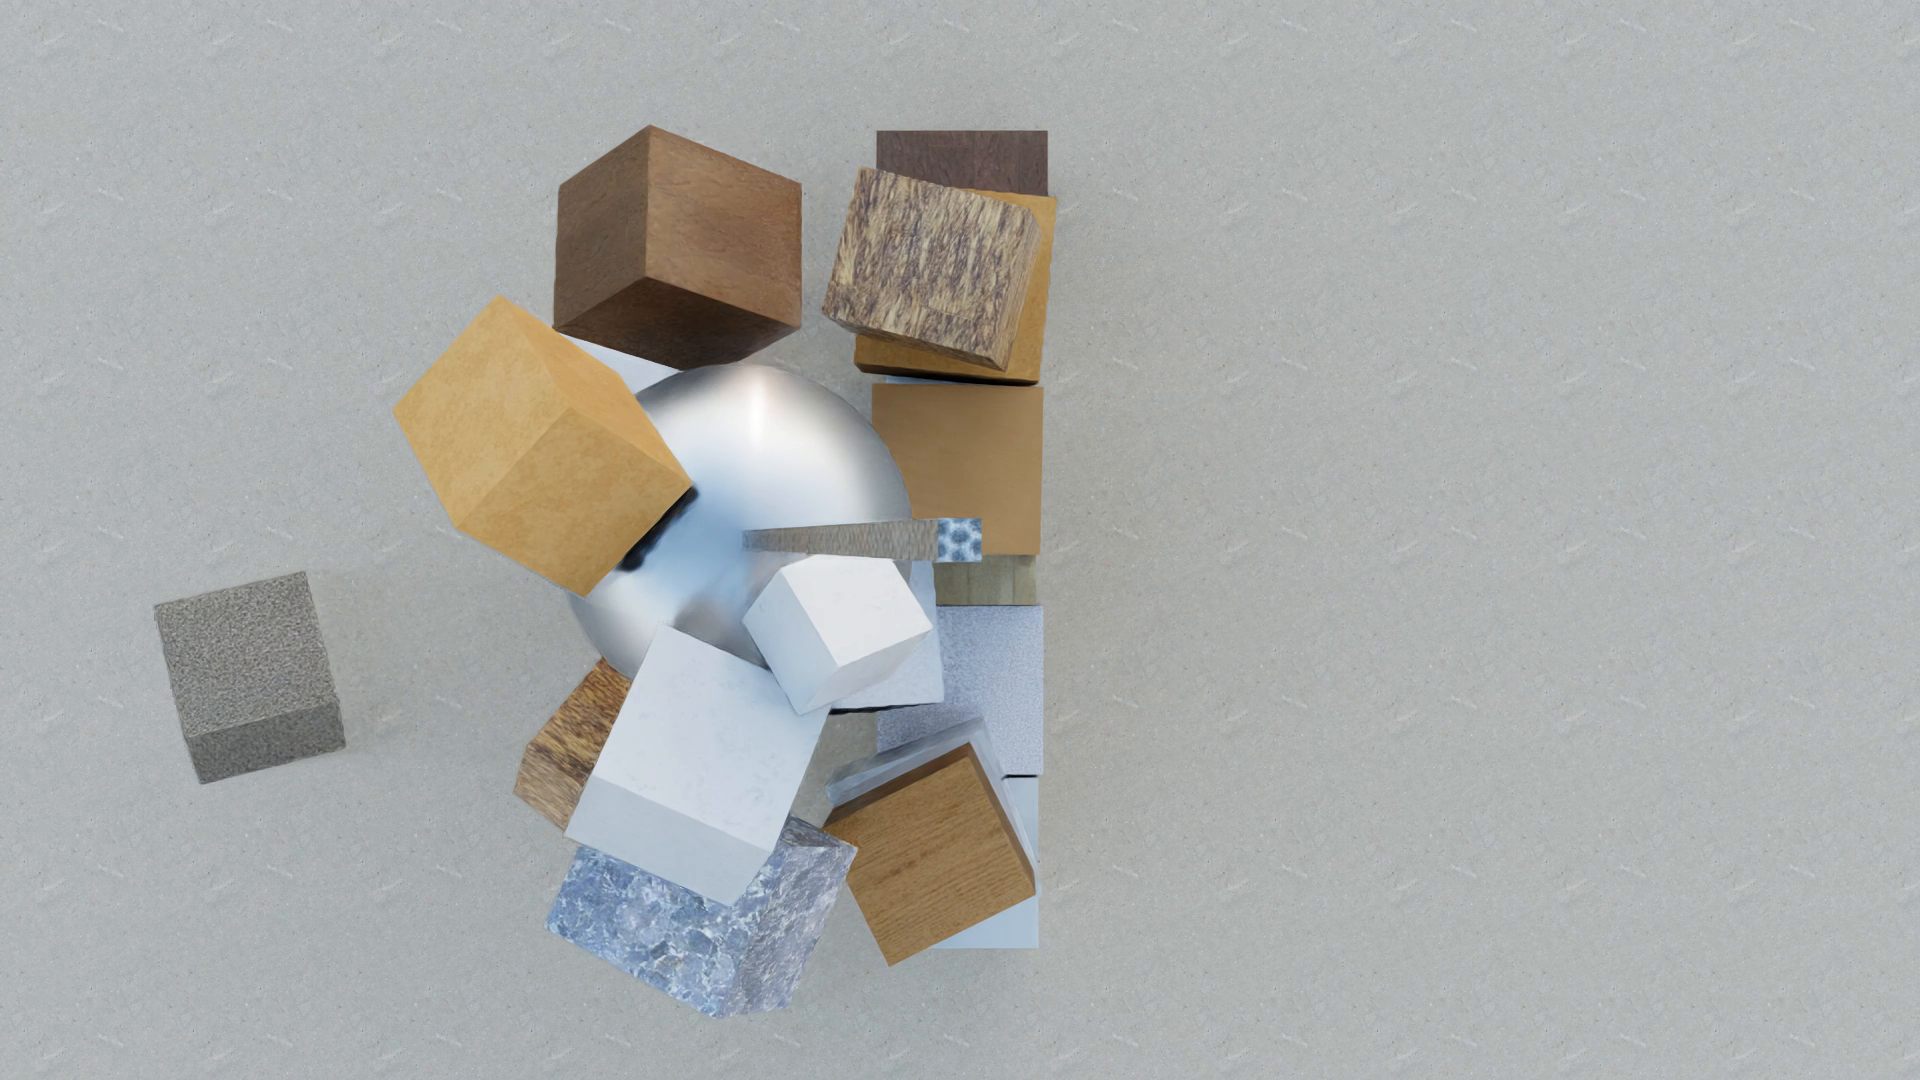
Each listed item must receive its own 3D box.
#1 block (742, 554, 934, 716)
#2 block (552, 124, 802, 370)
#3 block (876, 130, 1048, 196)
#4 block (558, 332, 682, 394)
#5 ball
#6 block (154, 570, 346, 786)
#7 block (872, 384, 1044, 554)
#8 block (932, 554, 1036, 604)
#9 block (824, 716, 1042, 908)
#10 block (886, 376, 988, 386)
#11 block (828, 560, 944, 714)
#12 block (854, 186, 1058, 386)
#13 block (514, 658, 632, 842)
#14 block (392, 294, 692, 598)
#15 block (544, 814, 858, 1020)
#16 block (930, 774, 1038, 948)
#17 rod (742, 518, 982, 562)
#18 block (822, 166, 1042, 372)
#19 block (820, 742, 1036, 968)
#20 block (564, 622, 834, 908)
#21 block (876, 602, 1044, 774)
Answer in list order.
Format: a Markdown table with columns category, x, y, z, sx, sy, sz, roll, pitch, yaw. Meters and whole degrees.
| category | x | y | z | sx | sy | sz | roll | pitch | yaw |
| --- | --- | --- | --- | --- | --- | --- | --- | --- | --- |
| block | -0.501 | 0.342 | 8.954 | 0.491 | 0.432 | 0.467 | -21 | 72 | -37 |
| block | -1.310 | -1.322 | 10.250 | 0.865 | 0.747 | 0.749 | 15 | 65 | -40 |
| block | 0.012 | -1.798 | 12.512 | 0.937 | 0.976 | 0.883 | 0 | 90 | 0 |
| block | -1.928 | -0.695 | 12.495 | 0.826 | 0.738 | 0.738 | 6 | 77 | -9 |
| ball | -1.004 | 0.000 | 9.940 | 1.600 | 1.600 | 1.600 | 0 | 90 | 0 |
| block | -3.905 | 0.766 | 12.143 | 0.800 | 0.774 | 0.787 | -14 | 69 | -18 |
| block | -0.019 | -0.363 | 11.656 | 0.875 | 0.816 | 0.860 | 1 | 90 | 0 |
| block | -0.015 | -0.083 | 12.532 | 0.865 | 0.936 | 0.880 | 0 | 90 | 0 |
| block | -0.128 | 1.534 | 11.639 | 0.856 | 0.880 | 0.905 | -20 | 90 | 1 |
| block | -0.004 | -0.939 | 12.568 | 0.812 | 0.864 | 0.813 | 0 | 90 | 0 |
| block | -0.668 | 0.513 | 11.610 | 0.854 | 0.730 | 0.786 | -1 | 83 | -32 |
| block | -0.027 | -1.316 | 11.527 | 0.935 | 0.992 | 0.921 | 6 | 91 | -1 |
| block | -1.604 | 1.101 | 11.308 | 0.903 | 0.835 | 0.948 | 37 | 63 | 1 |
| block | -1.730 | -0.387 | 9.098 | 0.669 | 0.744 | 0.837 | -46 | 48 | 8 |
| block | -1.170 | 1.591 | 10.097 | 0.921 | 0.875 | 0.821 | 23 | 89 | 19 |
| block | 0.004 | 1.776 | 12.541 | 0.853 | 0.917 | 0.933 | 0 | 90 | 0 |
| rod | -0.435 | 0.000 | 6.588 | 0.080 | 5.200 | 0.080 | 0 | 90 | -10 |
| block | -0.117 | -1.283 | 10.557 | 0.815 | 0.857 | 0.710 | 15 | 91 | 6 |
| block | -0.144 | 1.526 | 10.814 | 0.780 | 0.769 | 0.730 | -26 | 90 | 1 |
| block | -1.099 | 0.955 | 9.188 | 0.776 | 0.809 | 0.714 | 25 | 60 | -6 |
| block | 0.001 | 0.827 | 12.554 | 0.915 | 0.892 | 0.929 | 0 | 90 | 0 |
